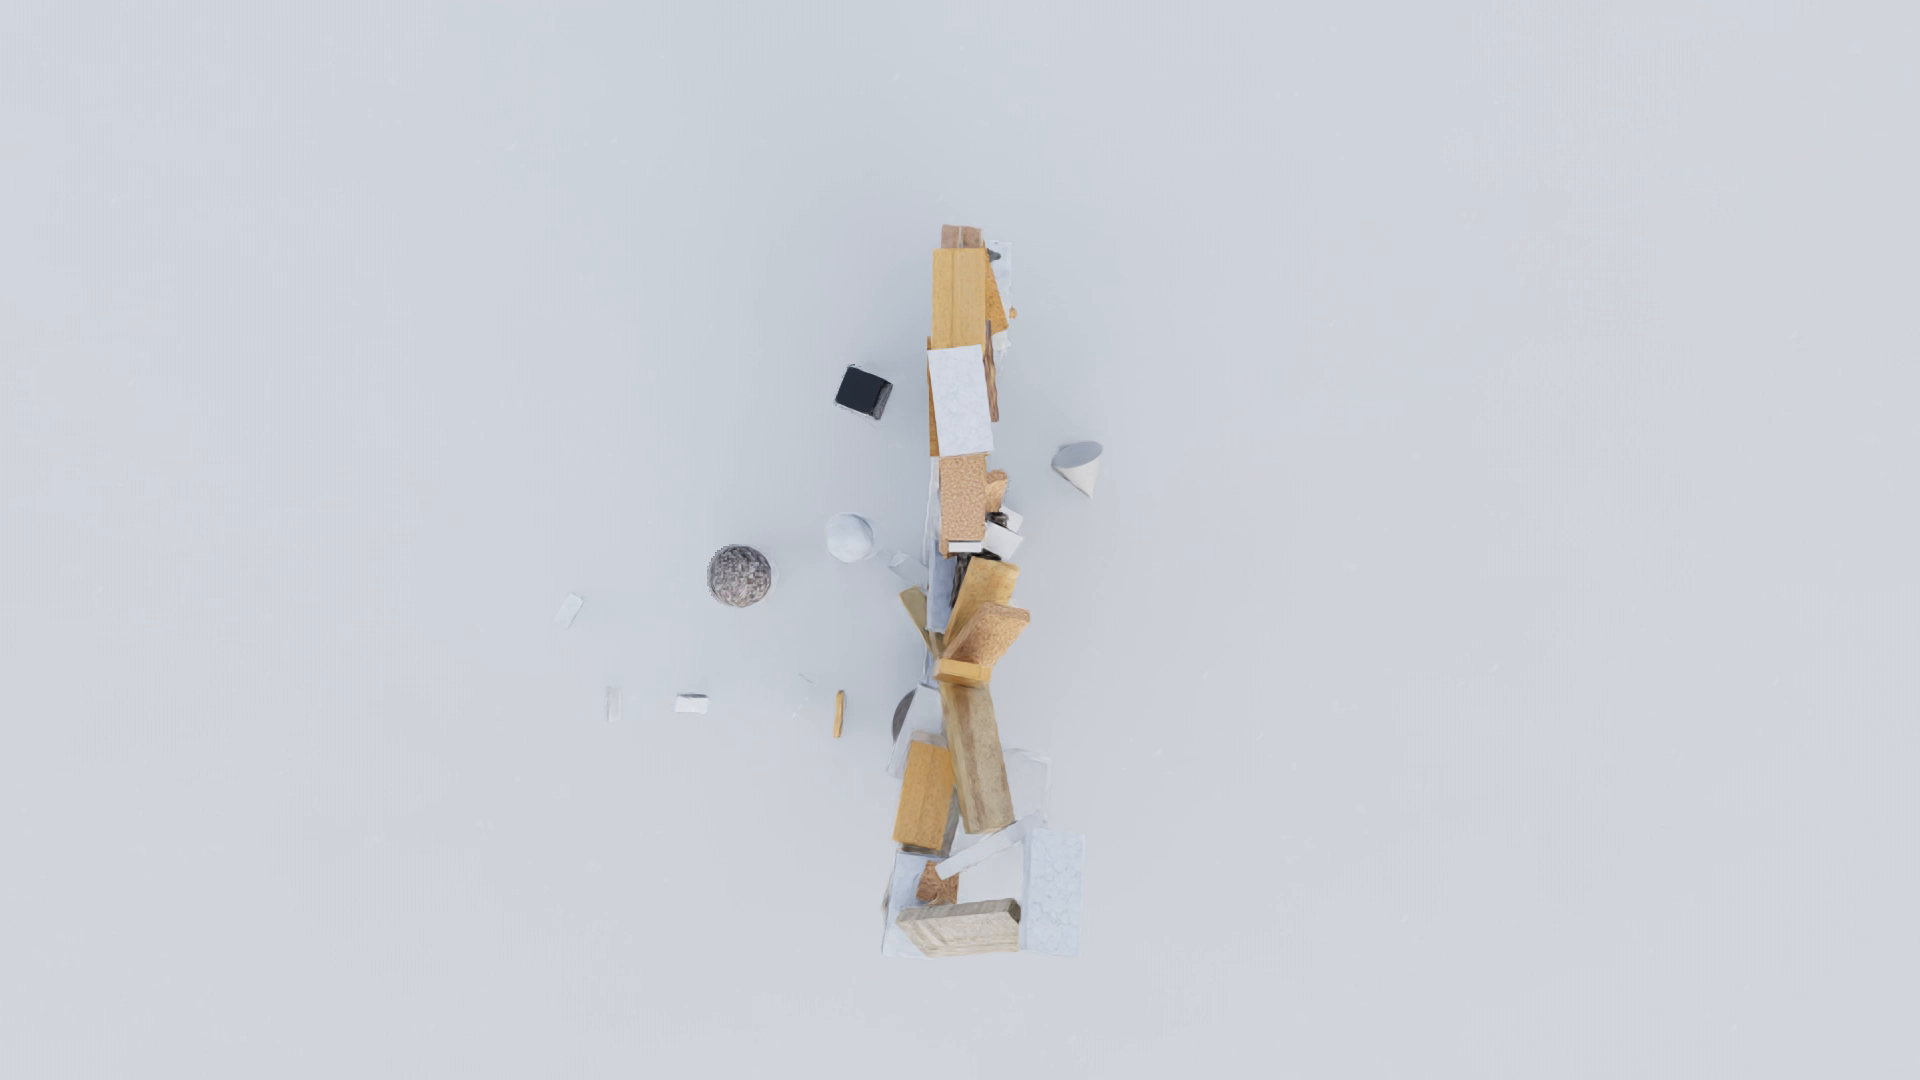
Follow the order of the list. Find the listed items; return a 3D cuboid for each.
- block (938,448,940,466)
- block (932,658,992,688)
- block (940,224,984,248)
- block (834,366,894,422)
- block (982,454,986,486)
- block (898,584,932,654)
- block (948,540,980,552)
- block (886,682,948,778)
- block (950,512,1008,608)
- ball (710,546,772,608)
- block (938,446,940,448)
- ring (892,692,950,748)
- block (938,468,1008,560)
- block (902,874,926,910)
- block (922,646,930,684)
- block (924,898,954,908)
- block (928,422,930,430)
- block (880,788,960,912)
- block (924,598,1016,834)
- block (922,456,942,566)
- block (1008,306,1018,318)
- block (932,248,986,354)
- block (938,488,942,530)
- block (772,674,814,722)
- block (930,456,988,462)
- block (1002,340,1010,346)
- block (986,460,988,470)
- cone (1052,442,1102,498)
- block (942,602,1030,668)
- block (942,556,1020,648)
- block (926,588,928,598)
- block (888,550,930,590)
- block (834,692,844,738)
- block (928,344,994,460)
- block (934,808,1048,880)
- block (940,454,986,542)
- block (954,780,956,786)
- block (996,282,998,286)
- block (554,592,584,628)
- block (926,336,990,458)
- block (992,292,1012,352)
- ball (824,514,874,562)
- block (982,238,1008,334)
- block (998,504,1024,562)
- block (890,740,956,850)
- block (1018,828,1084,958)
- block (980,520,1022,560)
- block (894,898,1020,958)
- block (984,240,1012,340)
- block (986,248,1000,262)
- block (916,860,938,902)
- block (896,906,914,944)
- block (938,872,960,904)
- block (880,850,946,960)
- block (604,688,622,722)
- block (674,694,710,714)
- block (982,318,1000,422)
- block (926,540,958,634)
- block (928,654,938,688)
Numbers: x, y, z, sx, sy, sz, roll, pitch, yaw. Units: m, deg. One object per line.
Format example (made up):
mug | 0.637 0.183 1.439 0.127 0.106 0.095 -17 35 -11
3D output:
block | -0.005 -0.151 4.574 0.104 0.029 0.207 -2 92 1
block | 0.004 0.407 5.033 0.153 0.307 0.043 11 81 -3
block | -0.001 -0.741 4.492 0.112 0.032 0.223 4 100 -2
block | -0.315 -0.482 5.423 0.128 0.128 0.128 22 91 13
block | 0.011 -0.259 4.509 0.113 0.339 0.032 -2 127 1
block | -0.091 0.300 5.353 0.072 0.020 0.334 -24 70 -19
block | 0.010 -0.021 4.440 0.084 0.246 0.024 0 109 -1
block | -0.111 0.625 5.273 0.154 0.044 0.309 20 98 -10
block | 0.060 0.067 5.215 0.043 0.152 0.303 27 116 42
ball | -0.719 0.119 5.398 0.203 0.203 0.203 0 90 0
block | -0.008 -0.307 4.665 0.103 0.029 0.207 -2 52 1
ring | -0.089 0.623 5.440 0.276 0.092 0.276 0 79 -2
block | 0.041 -0.081 5.210 0.159 0.318 0.045 -17 54 -29
block | -0.128 1.084 5.031 0.059 0.017 0.119 26 76 -9
block | -0.040 0.425 5.387 0.154 0.044 0.309 7 63 -8
block | -0.077 1.113 4.958 0.059 0.119 0.017 20 47 -27
block | -0.006 -0.357 4.964 0.173 0.346 0.049 0 92 0
block | -0.114 0.988 5.259 0.157 0.044 0.457 25 59 -13
block | 0.027 0.540 5.183 0.153 0.043 0.782 1 62 -23
block | -0.024 -0.094 5.284 0.159 0.507 0.045 1 50 -5
block | 0.104 -0.724 5.049 0.088 0.176 0.025 11 109 -25
block | -0.003 -0.638 4.423 0.141 0.040 0.283 0 82 3
block | -0.001 -0.090 4.450 0.113 0.226 0.032 -6 112 1
block | -0.553 0.523 5.490 0.072 0.020 0.144 37 90 0
block | -0.006 -0.425 5.162 0.178 0.050 0.356 -1 91 0
block | 0.104 -0.614 5.152 0.095 0.048 0.014 -2 83 28
block | -0.003 -0.196 5.344 0.178 0.356 0.050 0 52 0
cone | 0.413 -0.207 5.461 0.173 0.173 0.173 -20 117 0
block | 0.079 0.306 5.109 0.153 0.307 0.043 12 49 -23
block | 0.065 0.208 5.184 0.152 0.043 0.303 11 113 -20
block | -0.076 0.180 5.490 0.071 0.020 0.142 8 90 0
block | -0.163 0.101 5.479 0.142 0.020 0.071 33 93 8
block | -0.402 0.579 5.464 0.020 0.072 0.144 4 90 0
block | 0.003 -0.362 4.321 0.141 0.040 0.283 -7 83 1
block | 0.088 0.897 4.852 0.337 0.168 0.048 -37 79 43
block | 0.007 -0.112 4.328 0.113 0.032 0.226 -2 82 3
block | -0.029 0.771 5.402 0.092 0.184 0.026 14 71 -11
block | 0.085 -0.712 4.897 0.053 0.015 0.105 -7 116 -11
block | -1.301 0.233 5.492 0.054 0.015 0.108 31 90 0
block | -0.005 -0.415 4.765 0.173 0.049 0.346 -1 92 0
block | 0.097 -0.658 4.950 0.088 0.025 0.175 6 114 -12
ball | -0.347 -0.006 5.150 0.151 0.151 0.151 0 90 0
block | 0.049 -0.718 4.718 0.112 0.469 0.032 -22 64 1
block | 0.126 -0.014 5.470 0.095 0.027 0.190 29 90 -21
block | -0.108 0.803 5.179 0.157 0.044 0.314 14 74 -10
block | 0.258 0.985 4.613 0.168 0.048 0.337 13 69 -23
block | 0.120 0.000 5.176 0.024 0.168 0.084 42 101 39
block | 0.025 1.140 4.830 0.168 0.471 0.048 52 47 -21
block | 0.075 -0.779 5.162 0.155 0.044 0.310 3 90 -10
block | 0.081 -0.877 5.085 0.053 0.105 0.015 -18 116 -17
block | -0.089 1.043 5.029 0.059 0.017 0.118 22 73 -10
block | -0.142 1.171 5.043 0.059 0.017 0.119 -23 94 -6
block | -0.037 1.065 5.010 0.059 0.017 0.118 10 65 -12
block | -0.141 1.124 5.074 0.157 0.044 0.314 8 91 -9
block | -1.150 0.547 5.473 0.015 0.054 0.108 3 90 33
block | -0.889 0.544 5.461 0.108 0.015 0.054 8 109 -26
block | 0.023 -0.459 4.516 0.141 0.040 0.283 -7 106 -5
block | -0.024 0.160 5.316 0.152 0.043 0.303 13 60 -19
block | -0.018 0.369 5.370 0.154 0.044 0.309 8 63 -7
